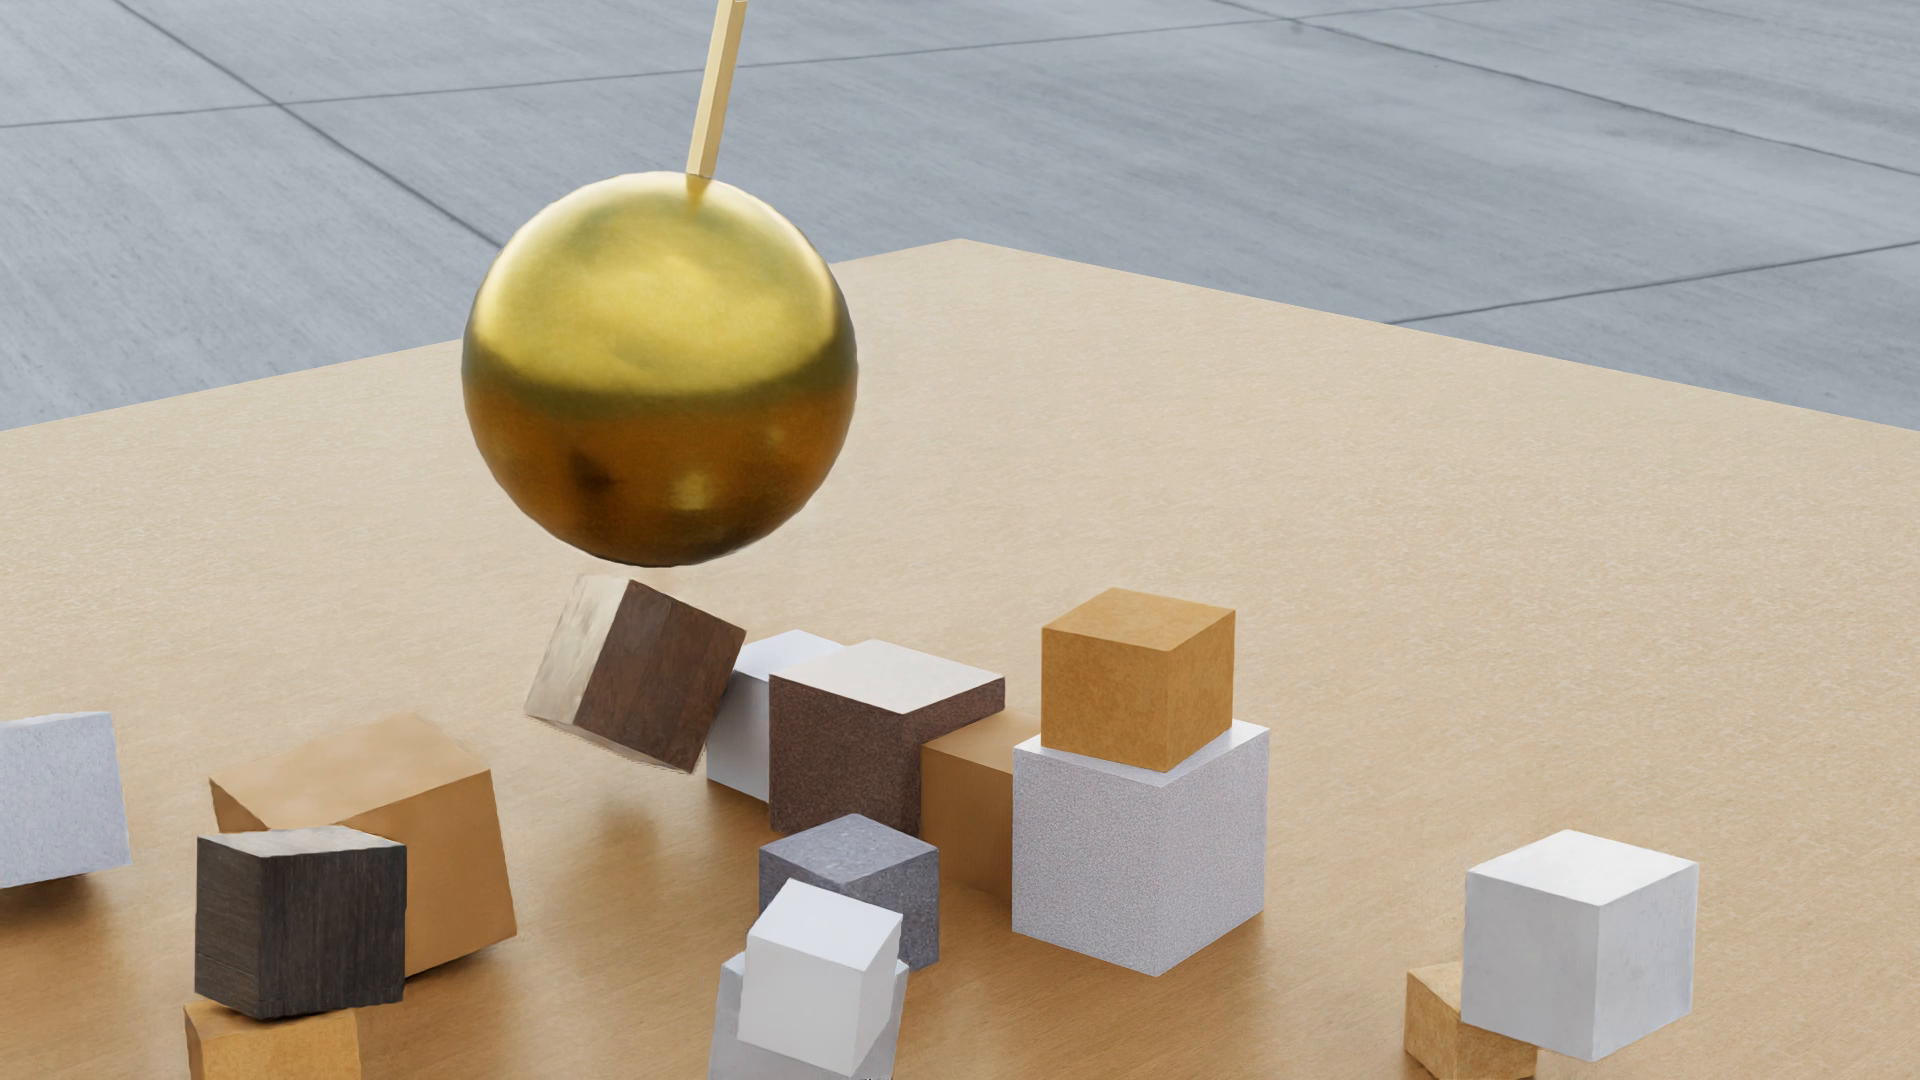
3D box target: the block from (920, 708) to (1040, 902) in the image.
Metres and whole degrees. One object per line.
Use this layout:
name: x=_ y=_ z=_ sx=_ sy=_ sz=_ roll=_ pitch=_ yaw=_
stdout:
block: x=0.281 y=1.221 z=13.432 sx=0.677 sy=0.617 sz=0.628 roll=14 pitch=23 yaw=39

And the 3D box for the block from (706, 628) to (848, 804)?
block: x=-0.808 y=0.885 z=14.476 sx=0.617 sy=0.630 sz=0.663 roll=-17 pitch=24 yaw=-42

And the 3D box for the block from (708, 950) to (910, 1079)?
block: x=-0.586 y=1.862 z=11.314 sx=0.506 sy=0.542 sz=0.523 roll=24 pitch=30 yaw=28

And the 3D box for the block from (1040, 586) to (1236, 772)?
block: x=0.770 y=0.594 z=12.662 sx=0.605 sy=0.542 sz=0.636 roll=10 pitch=20 yaw=29

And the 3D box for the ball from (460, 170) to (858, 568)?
ball: x=-1.209 y=-0.686 z=11.858 sx=1.600 sy=1.600 sz=1.600 roll=0 pitch=17 yaw=0

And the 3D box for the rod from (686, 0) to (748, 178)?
rod: x=-0.524 y=-4.001 z=11.535 sx=0.080 sy=5.200 sz=0.080 roll=17 pitch=7 yaw=42

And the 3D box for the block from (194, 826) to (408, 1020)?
block: x=-2.433 y=1.397 z=10.815 sx=0.579 sy=0.582 sz=0.528 roll=-1 pitch=4 yaw=-39

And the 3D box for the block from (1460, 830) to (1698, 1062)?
block: x=2.364 y=1.534 z=11.194 sx=0.584 sy=0.607 sz=0.693 roll=12 pitch=17 yaw=43

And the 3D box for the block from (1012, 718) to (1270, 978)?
block: x=0.793 y=1.271 z=12.857 sx=0.762 sy=0.866 sz=0.861 roll=13 pitch=22 yaw=35

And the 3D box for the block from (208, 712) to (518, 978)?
block: x=-2.555 y=1.352 z=12.554 sx=0.925 sy=0.787 sz=0.855 roll=-18 pitch=24 yaw=-30

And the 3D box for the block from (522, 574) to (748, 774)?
block: x=-1.575 y=0.638 z=14.157 sx=0.662 sy=0.734 sz=0.675 roll=26 pitch=-11 yaw=-27

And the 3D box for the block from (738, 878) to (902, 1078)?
block: x=-0.512 y=1.597 z=10.720 sx=0.452 sy=0.483 sz=0.380 roll=16 pitch=30 yaw=14

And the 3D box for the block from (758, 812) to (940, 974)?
block: x=-0.472 y=1.557 z=12.508 sx=0.550 sy=0.530 sz=0.534 roll=-16 pitch=23 yaw=-41

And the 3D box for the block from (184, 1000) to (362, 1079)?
block: x=-2.516 y=2.011 z=10.774 sx=0.546 sy=0.582 sz=0.600 roll=-6 pitch=6 yaw=-20

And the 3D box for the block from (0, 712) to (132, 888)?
block: x=-4.206 y=1.162 z=13.109 sx=0.698 sy=0.683 sz=0.739 roll=-8 pitch=1 yaw=-34

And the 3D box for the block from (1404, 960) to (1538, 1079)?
block: x=2.034 y=1.918 z=11.661 sx=0.377 sy=0.343 sz=0.395 roll=-7 pitch=19 yaw=-20

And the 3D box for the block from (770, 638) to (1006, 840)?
block: x=-0.346 y=1.004 z=13.822 sx=0.827 sy=0.777 sz=0.728 roll=14 pitch=21 yaw=38
